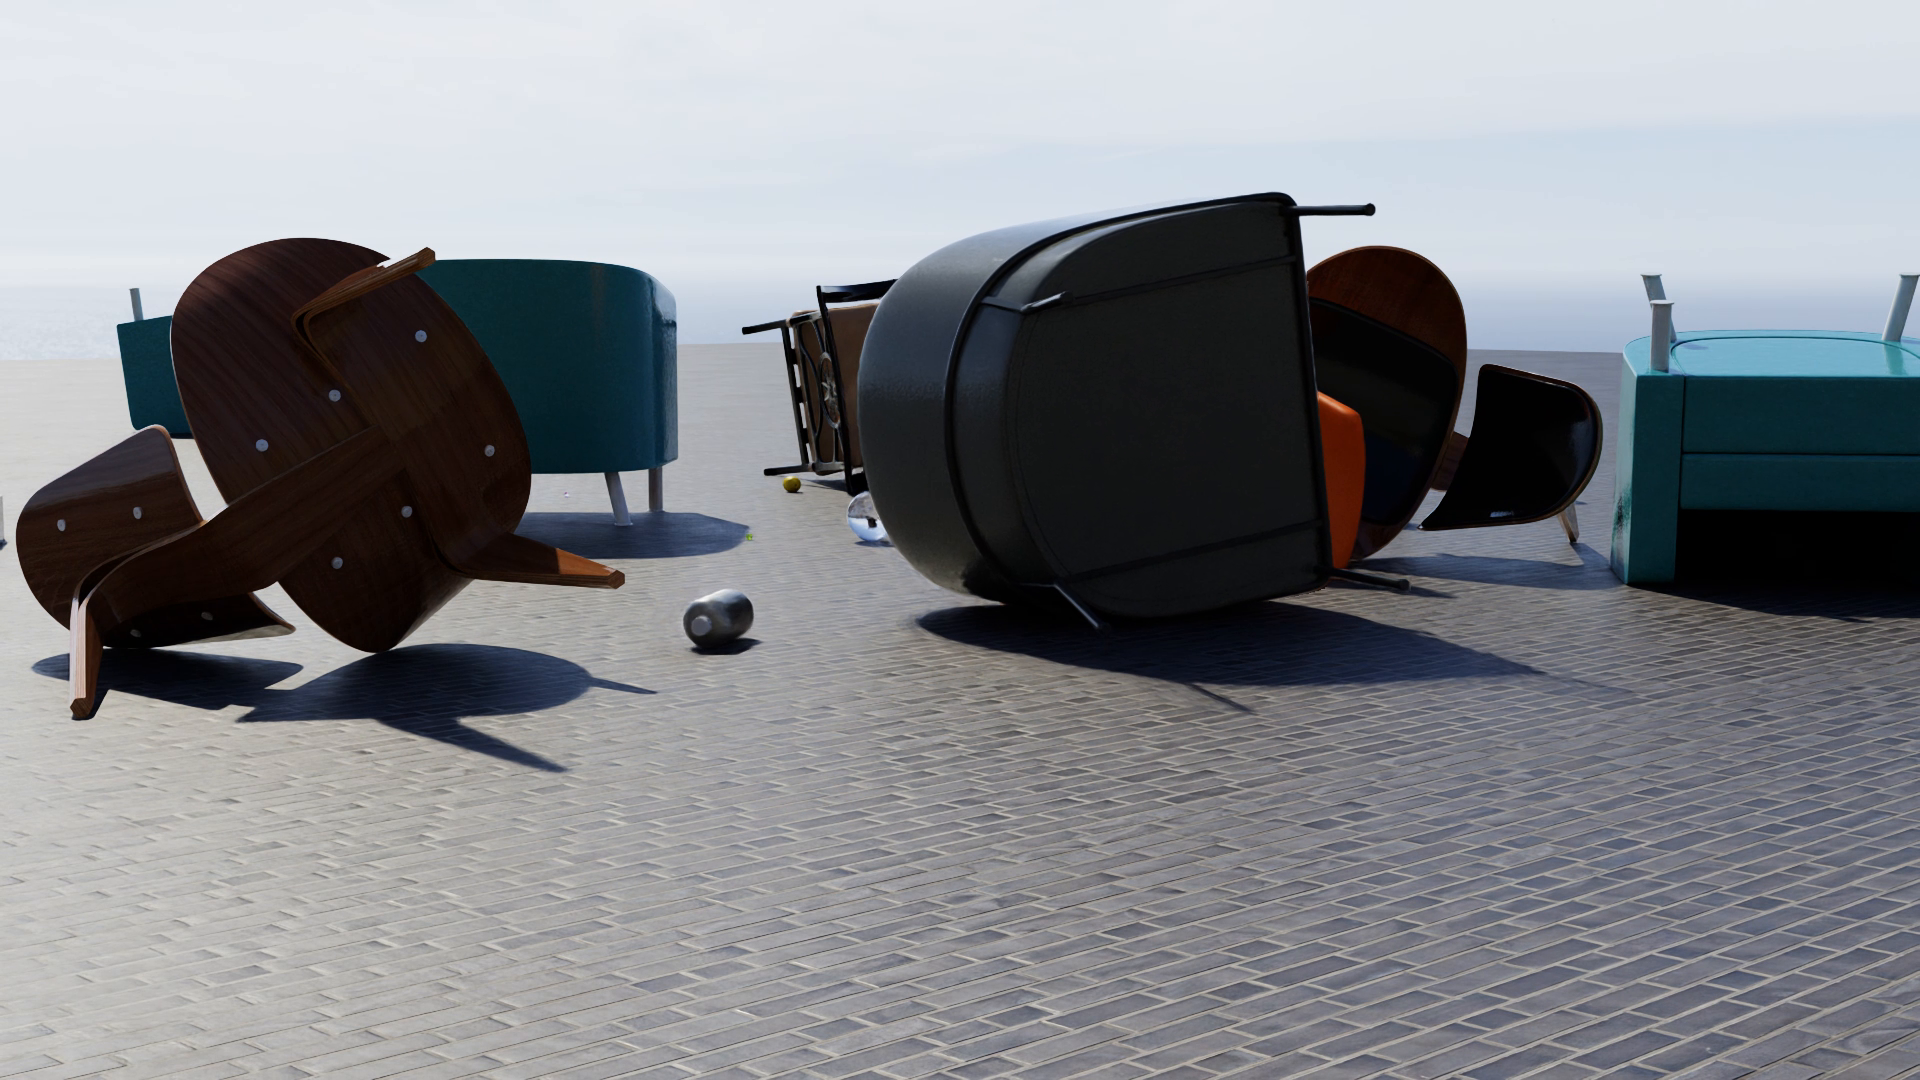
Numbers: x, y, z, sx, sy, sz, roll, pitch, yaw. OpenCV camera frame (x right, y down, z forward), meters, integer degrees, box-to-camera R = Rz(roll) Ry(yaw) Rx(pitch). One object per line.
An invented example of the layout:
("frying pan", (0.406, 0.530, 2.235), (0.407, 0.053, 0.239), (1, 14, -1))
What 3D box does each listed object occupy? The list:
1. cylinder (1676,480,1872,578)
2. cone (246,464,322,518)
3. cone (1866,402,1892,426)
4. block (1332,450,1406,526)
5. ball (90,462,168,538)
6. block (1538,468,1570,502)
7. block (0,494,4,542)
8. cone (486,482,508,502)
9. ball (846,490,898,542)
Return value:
("cylinder", (1.814, -0.026, 5.726), (0.289, 0.191, 0.308), (-10, 9, -22))
("cone", (-1.873, -0.143, 7.097), (0.190, 0.143, 0.229), (3, 6, 25))
("cone", (4.057, -0.532, 11.308), (0.109, 0.128, 0.094), (-16, 36, 20))
("block", (1.096, -0.142, 6.874), (0.158, 0.188, 0.106), (4, 7, 35))
("ball", (-2.094, -0.101, 6.472), (0.188, 0.188, 0.188), (0, 6, 0))
("block", (1.744, -0.163, 7.533), (0.069, 0.094, 0.111), (0, 6, 3))
("block", (-2.447, -0.046, 6.318), (0.153, 0.111, 0.209), (-2, 6, -15))
("cone", (-1.337, -0.127, 7.495), (0.047, 0.076, 0.084), (42, 1, 9))
("ball", (-0.218, -0.060, 6.369), (0.127, 0.127, 0.127), (0, 6, 0))
